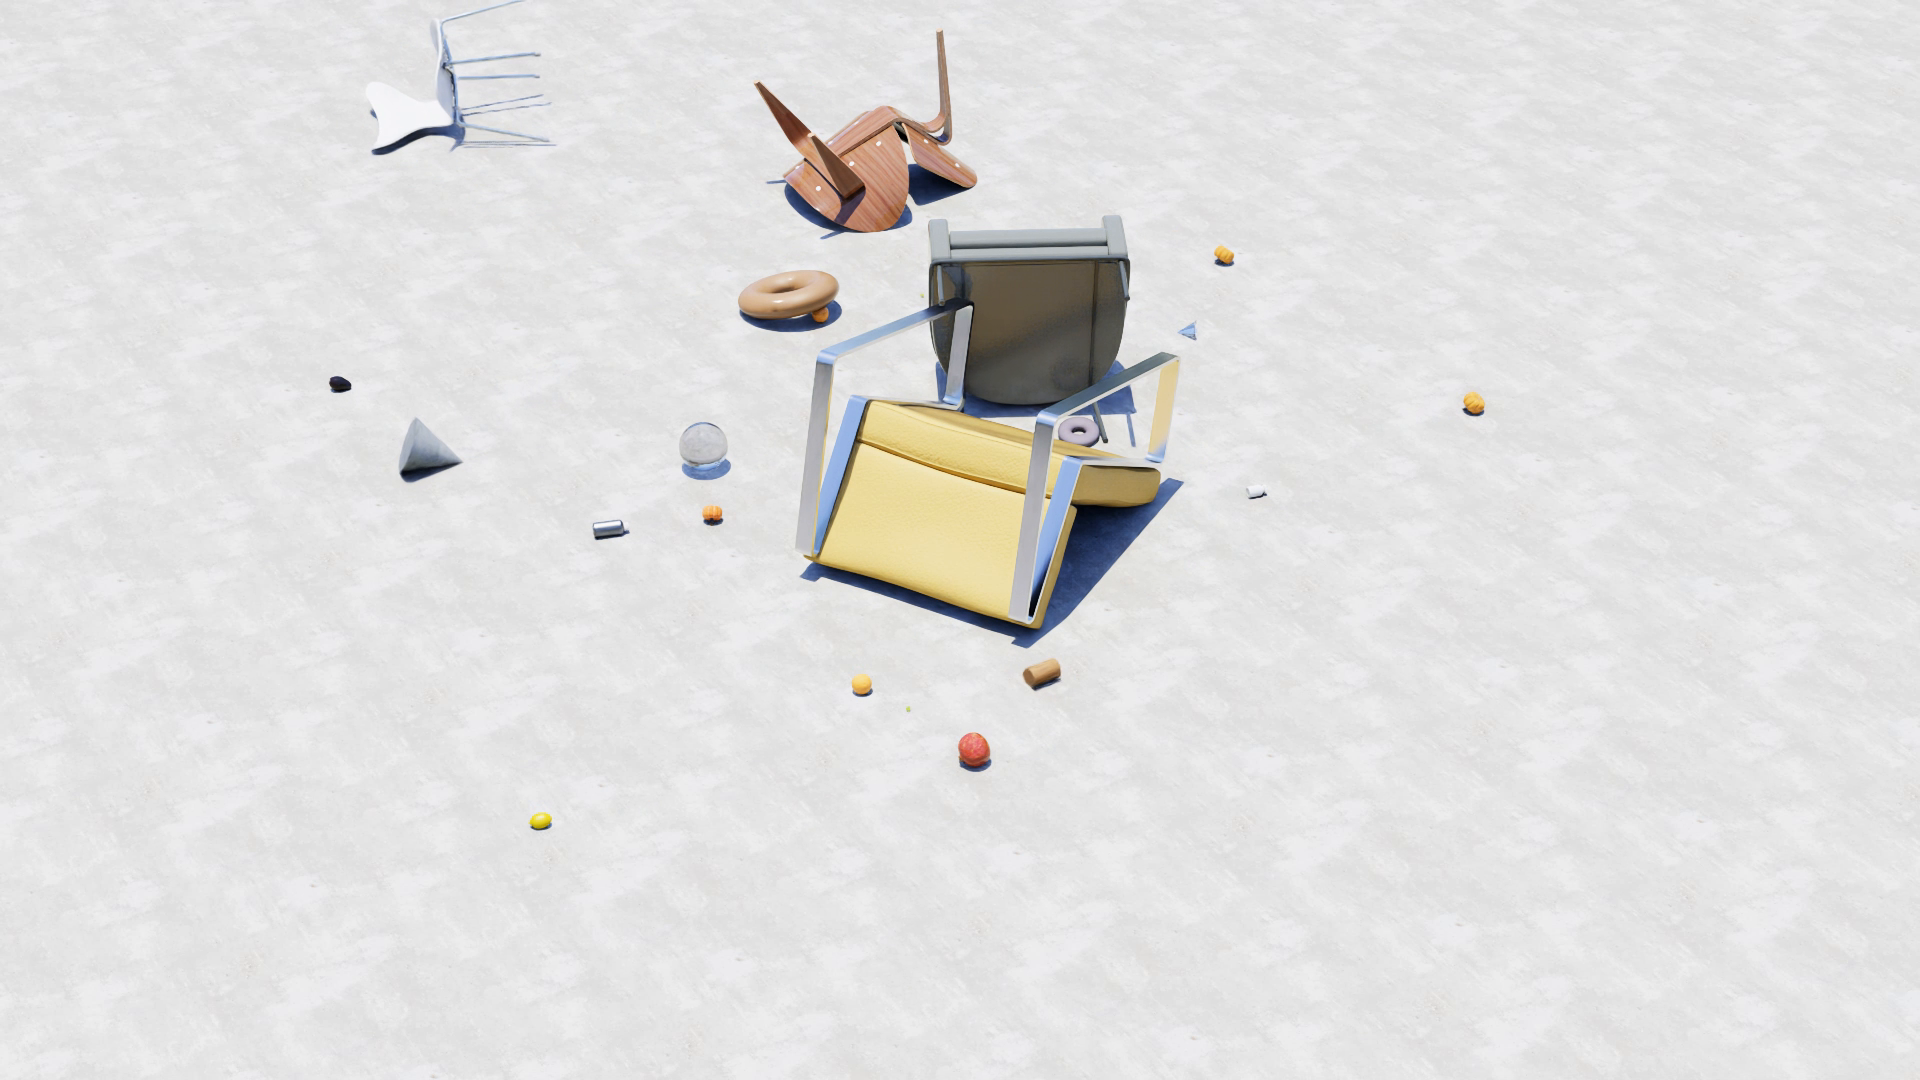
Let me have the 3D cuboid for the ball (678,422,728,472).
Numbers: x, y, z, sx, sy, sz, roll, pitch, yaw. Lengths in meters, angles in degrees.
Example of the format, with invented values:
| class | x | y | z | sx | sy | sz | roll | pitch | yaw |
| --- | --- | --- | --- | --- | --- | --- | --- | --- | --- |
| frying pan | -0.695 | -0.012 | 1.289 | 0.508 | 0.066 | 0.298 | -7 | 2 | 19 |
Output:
| class | x | y | z | sx | sy | sz | roll | pitch | yaw |
| --- | --- | --- | --- | --- | --- | --- | --- | --- | --- |
| ball | -0.990 | -0.361 | 11.317 | 0.193 | 0.193 | 0.193 | 0 | 33 | 0 |

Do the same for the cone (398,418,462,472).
| class | x | y | z | sx | sy | sz | roll | pitch | yaw |
| --- | --- | --- | --- | --- | --- | --- | --- | --- | --- |
| cone | -2.031 | -0.335 | 11.364 | 0.228 | 0.213 | 0.255 | 18 | 19 | -19 |

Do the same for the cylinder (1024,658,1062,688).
| class | x | y | z | sx | sy | sz | roll | pitch | yaw |
| --- | --- | --- | --- | --- | --- | --- | --- | --- | --- |
| cylinder | 0.286 | 0.461 | 10.180 | 0.112 | 0.068 | 0.074 | -20 | -4 | -27 |

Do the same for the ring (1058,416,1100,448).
| class | x | y | z | sx | sy | sz | roll | pitch | yaw |
| --- | --- | --- | --- | --- | --- | --- | --- | --- | --- |
| ring | 0.468 | -0.426 | 11.554 | 0.165 | 0.042 | 0.200 | 0 | 34 | 1 |

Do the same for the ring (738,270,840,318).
| class | x | y | z | sx | sy | sz | roll | pitch | yaw |
| --- | --- | --- | --- | --- | --- | --- | --- | --- | --- |
| ring | -0.723 | -1.036 | 12.370 | 0.441 | 0.105 | 0.373 | -5 | 26 | 13 |

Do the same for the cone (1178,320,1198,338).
| class | x | y | z | sx | sy | sz | roll | pitch | yaw |
| --- | --- | --- | --- | --- | --- | --- | --- | --- | --- |
| cone | 0.947 | -0.874 | 12.249 | 0.087 | 0.050 | 0.128 | -9 | 32 | 15 |
